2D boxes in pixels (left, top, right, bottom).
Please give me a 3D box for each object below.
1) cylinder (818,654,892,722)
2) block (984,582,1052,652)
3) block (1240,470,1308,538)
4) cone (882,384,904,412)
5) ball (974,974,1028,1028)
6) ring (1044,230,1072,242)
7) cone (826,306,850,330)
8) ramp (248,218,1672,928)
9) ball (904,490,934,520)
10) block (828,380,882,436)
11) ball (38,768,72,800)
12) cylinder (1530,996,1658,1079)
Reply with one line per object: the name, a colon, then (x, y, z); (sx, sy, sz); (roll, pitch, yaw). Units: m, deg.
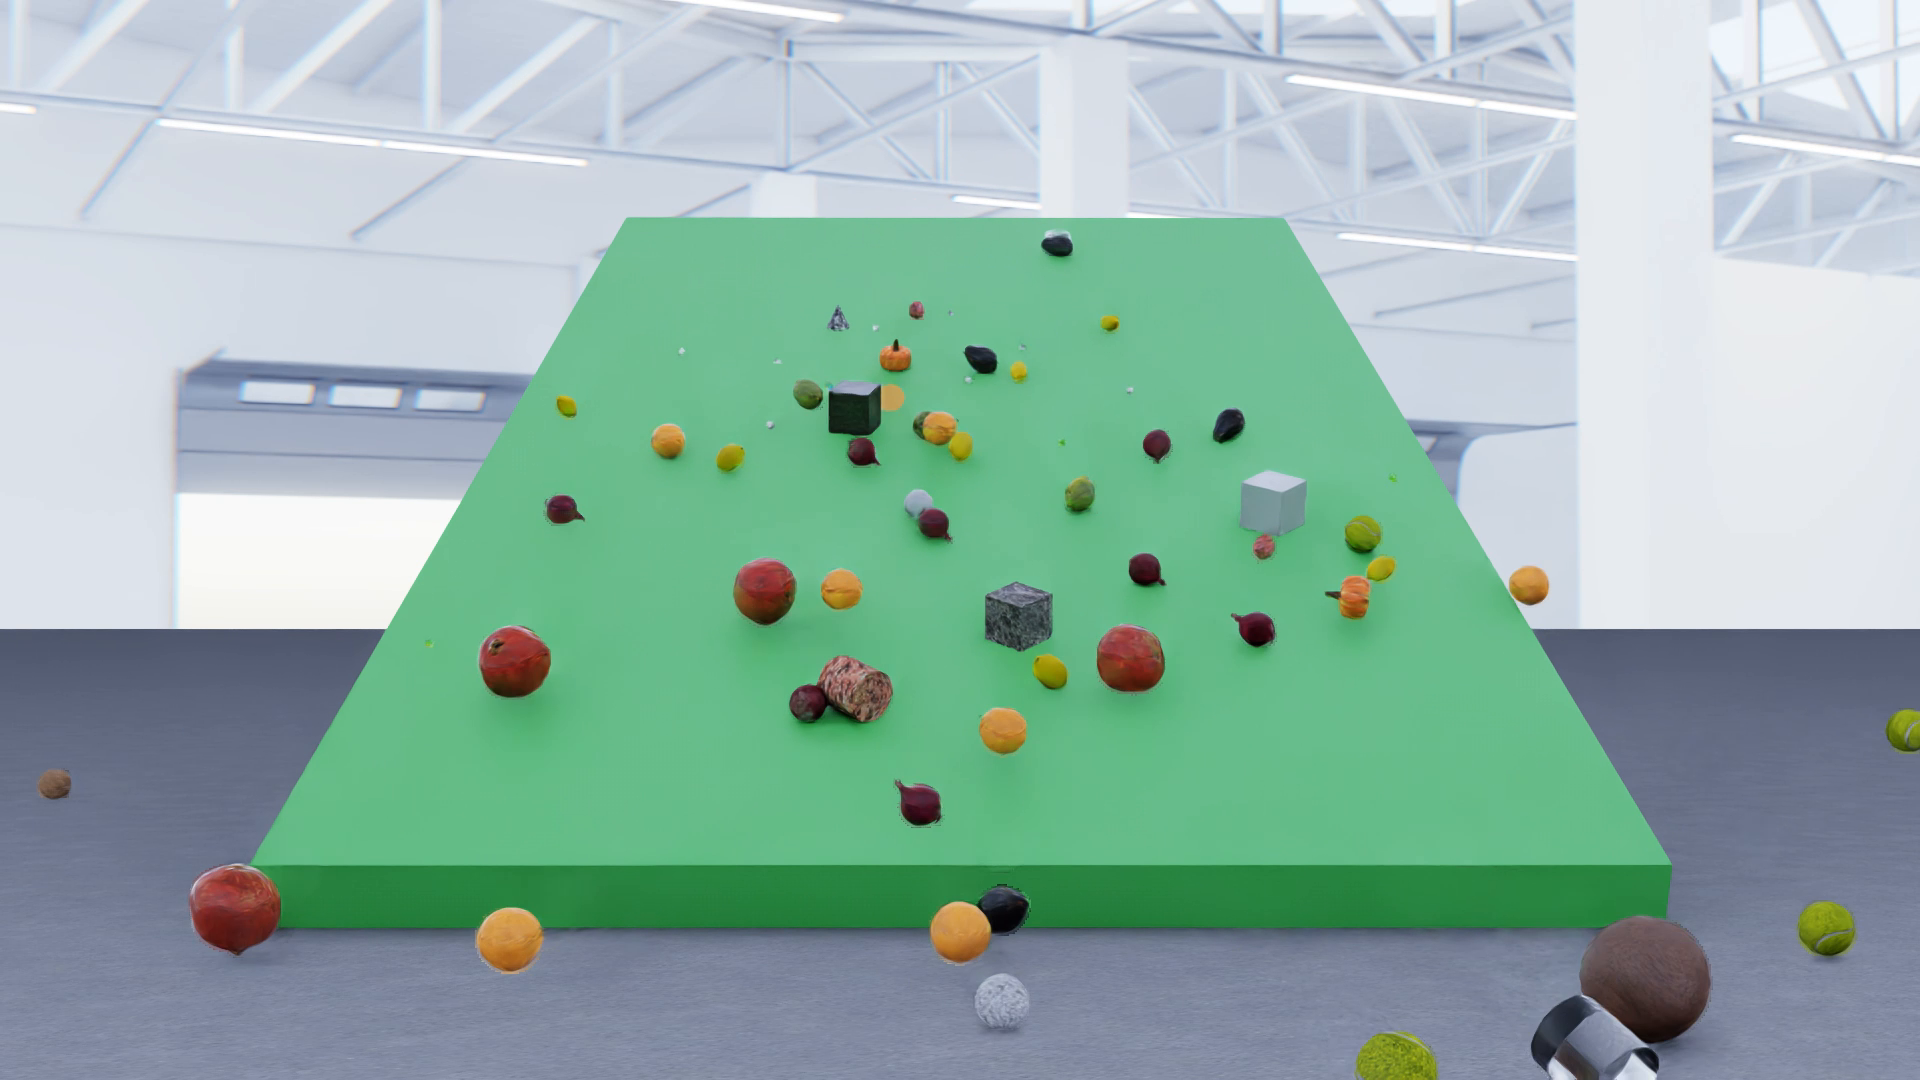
cylinder: (-0.168, 0.238, 3.653); (0.085, 0.085, 0.085); (22, 14, 42)
block: (0.101, 0.132, 3.936); (0.082, 0.082, 0.082); (18, 27, 38)
block: (0.611, -0.072, 4.453); (0.092, 0.092, 0.092); (17, 27, 36)
cone: (-0.152, -0.317, 5.175); (0.063, 0.063, 0.063); (0, -6, 8)
ball: (0.045, 0.492, 2.436); (0.057, 0.057, 0.057); (0, -2, 0)
ring: (0.286, -0.887, 6.662); (0.078, 0.026, 0.078); (1, 21, 0)
cone: (-0.309, -0.568, 5.780); (0.061, 0.061, 0.061); (0, 21, 0)
ramp: (-0.006, -0.215, 5.090); (2.000, 0.100, 4.000); (0, 21, 0)
ball: (-0.081, -0.069, 4.489); (0.059, 0.059, 0.059); (0, -2, 0)
block: (-0.231, -0.290, 5.016); (0.093, 0.093, 0.093); (6, 22, 14)
ball: (-2.217, 0.598, 5.591); (0.074, 0.074, 0.074); (0, -2, 0)
cylinder: (0.556, 0.453, 2.001); (0.077, 0.077, 0.077); (1, 25, -31)
